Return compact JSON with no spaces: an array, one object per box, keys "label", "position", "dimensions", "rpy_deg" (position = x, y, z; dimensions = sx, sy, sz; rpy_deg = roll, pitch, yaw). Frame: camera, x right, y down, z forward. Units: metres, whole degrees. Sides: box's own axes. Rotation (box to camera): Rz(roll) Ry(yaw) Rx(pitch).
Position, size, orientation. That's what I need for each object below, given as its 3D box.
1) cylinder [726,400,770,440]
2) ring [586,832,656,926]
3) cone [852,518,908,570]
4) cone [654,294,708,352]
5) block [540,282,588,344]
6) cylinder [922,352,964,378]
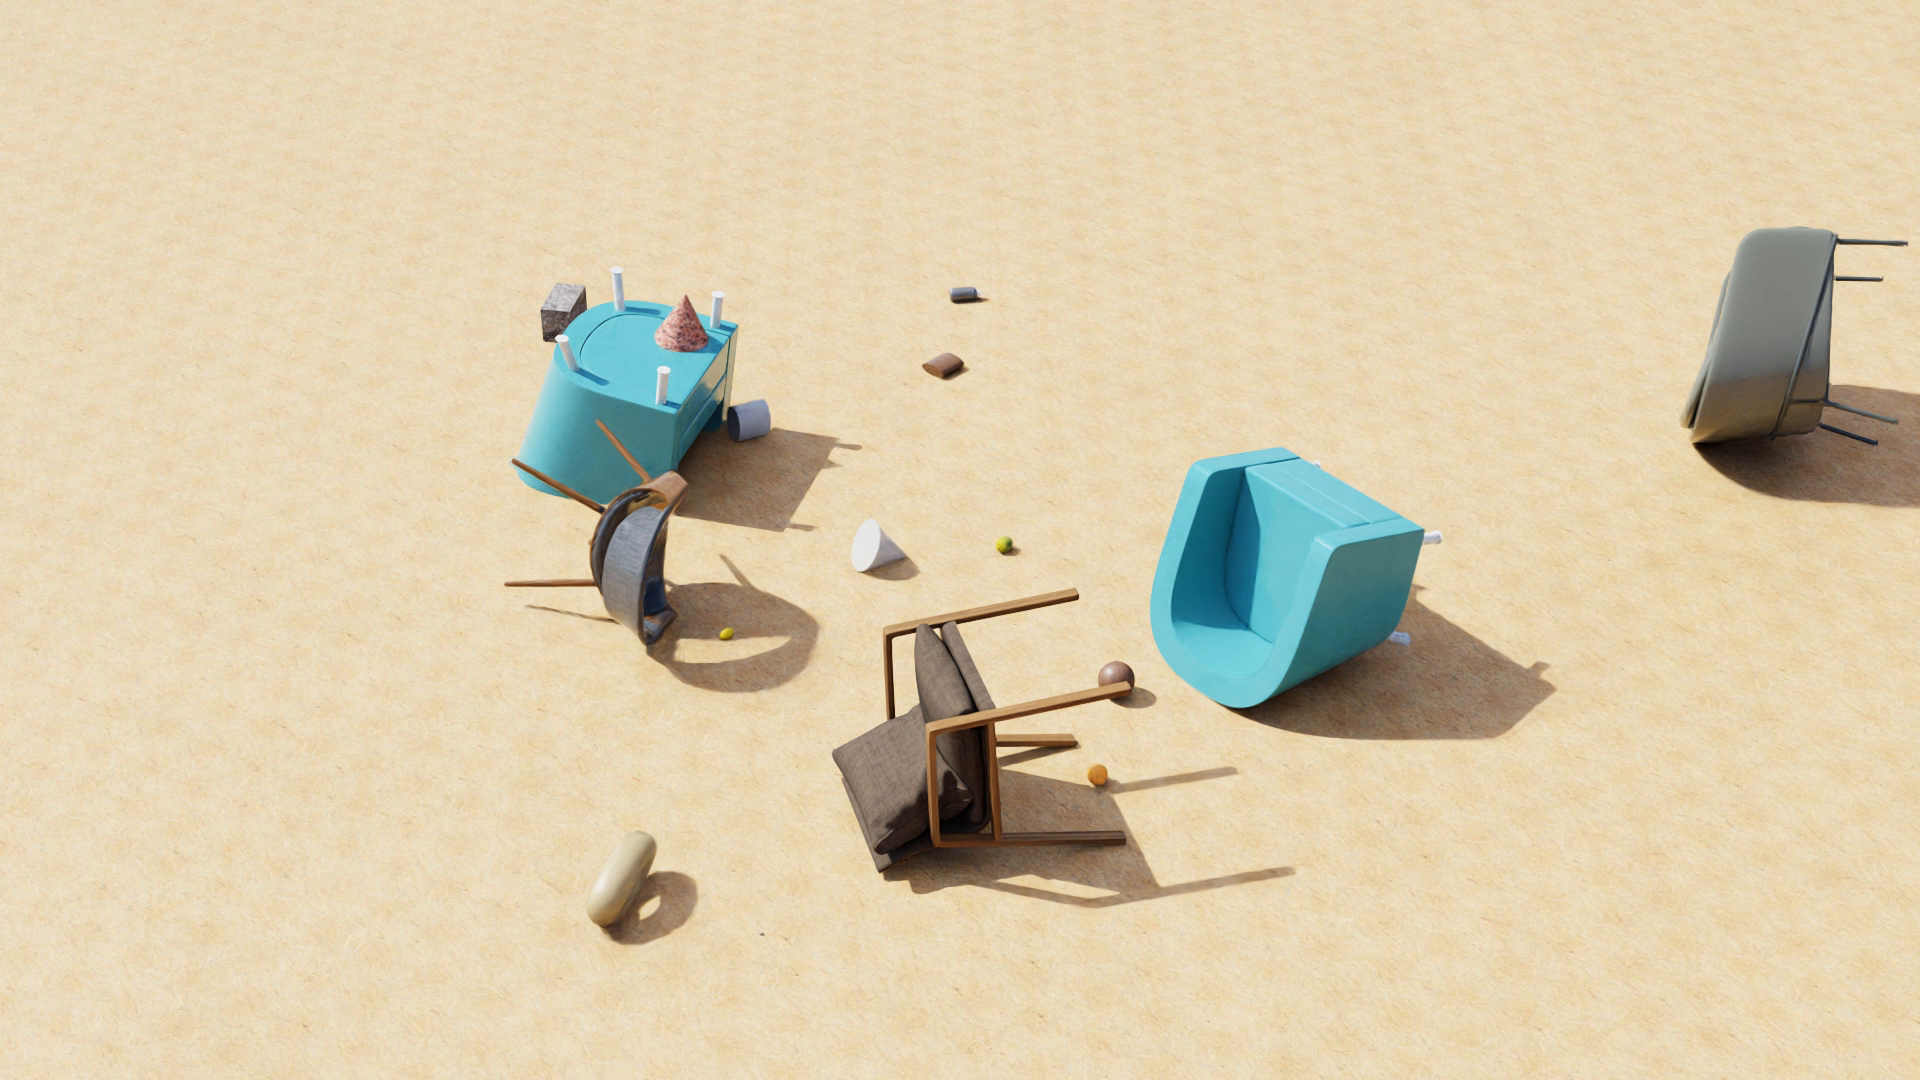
[{"label":"cylinder","position":[-0.831,-0.473,11.517],"dimensions":[0.134,0.166,0.125],"rpy_deg":[-11,59,-23]},{"label":"ring","position":[-1.057,1.057,9.160],"dimensions":[0.114,0.207,0.380],"rpy_deg":[23,42,6]},{"label":"cone","position":[-0.270,0.038,10.807],"dimensions":[0.186,0.197,0.193],"rpy_deg":[15,17,-31]},{"label":"cone","position":[-1.056,-0.857,11.199],"dimensions":[0.212,0.203,0.206],"rpy_deg":[-22,46,-36]},{"label":"block","position":[-1.652,-0.947,12.242],"dimensions":[0.126,0.153,0.233],"rpy_deg":[5,34,8]},{"label":"cylinder","position":[-0.070,-0.716,11.987],"dimensions":[0.122,0.048,0.125],"rpy_deg":[25,41,36]}]
